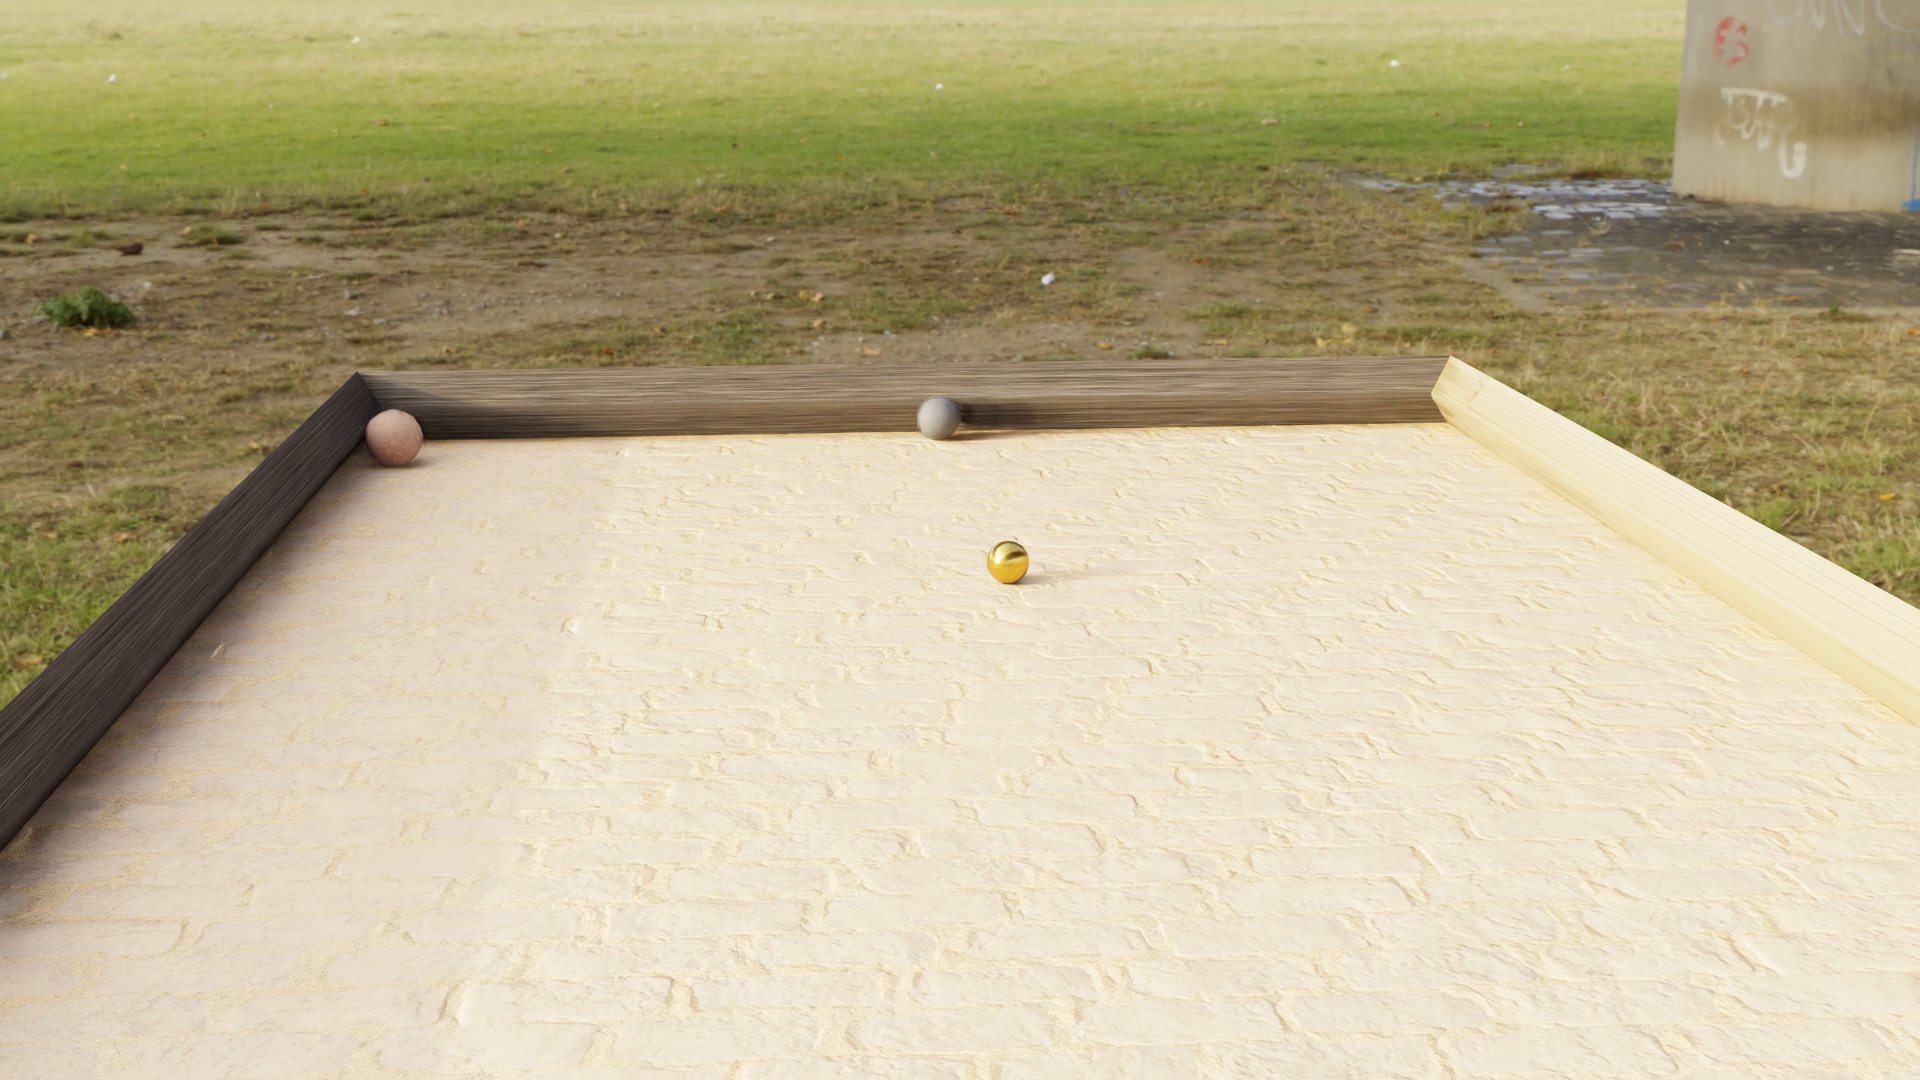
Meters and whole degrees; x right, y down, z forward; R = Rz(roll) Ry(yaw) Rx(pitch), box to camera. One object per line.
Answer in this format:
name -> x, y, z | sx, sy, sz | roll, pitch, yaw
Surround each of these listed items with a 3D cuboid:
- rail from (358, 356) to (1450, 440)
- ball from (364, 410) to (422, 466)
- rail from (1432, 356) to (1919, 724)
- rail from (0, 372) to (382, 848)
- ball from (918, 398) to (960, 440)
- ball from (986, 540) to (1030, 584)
rail -> -0.074, -0.236, 3.701 | 1.851, 0.116, 0.045 | -1, 14, -5
ball -> -0.891, -0.161, 3.463 | 0.089, 0.089, 0.089 | 0, 14, 0
rail -> 0.974, 0.170, 2.097 | 0.045, 0.116, 3.523 | -1, 14, -5
rail -> -0.823, 0.208, 1.947 | 0.045, 0.116, 3.523 | -1, 14, -5
ball -> -0.034, -0.202, 3.659 | 0.071, 0.071, 0.071 | 0, 14, 0
ball -> 0.061, 0.028, 2.787 | 0.055, 0.055, 0.055 | 0, 14, 0
